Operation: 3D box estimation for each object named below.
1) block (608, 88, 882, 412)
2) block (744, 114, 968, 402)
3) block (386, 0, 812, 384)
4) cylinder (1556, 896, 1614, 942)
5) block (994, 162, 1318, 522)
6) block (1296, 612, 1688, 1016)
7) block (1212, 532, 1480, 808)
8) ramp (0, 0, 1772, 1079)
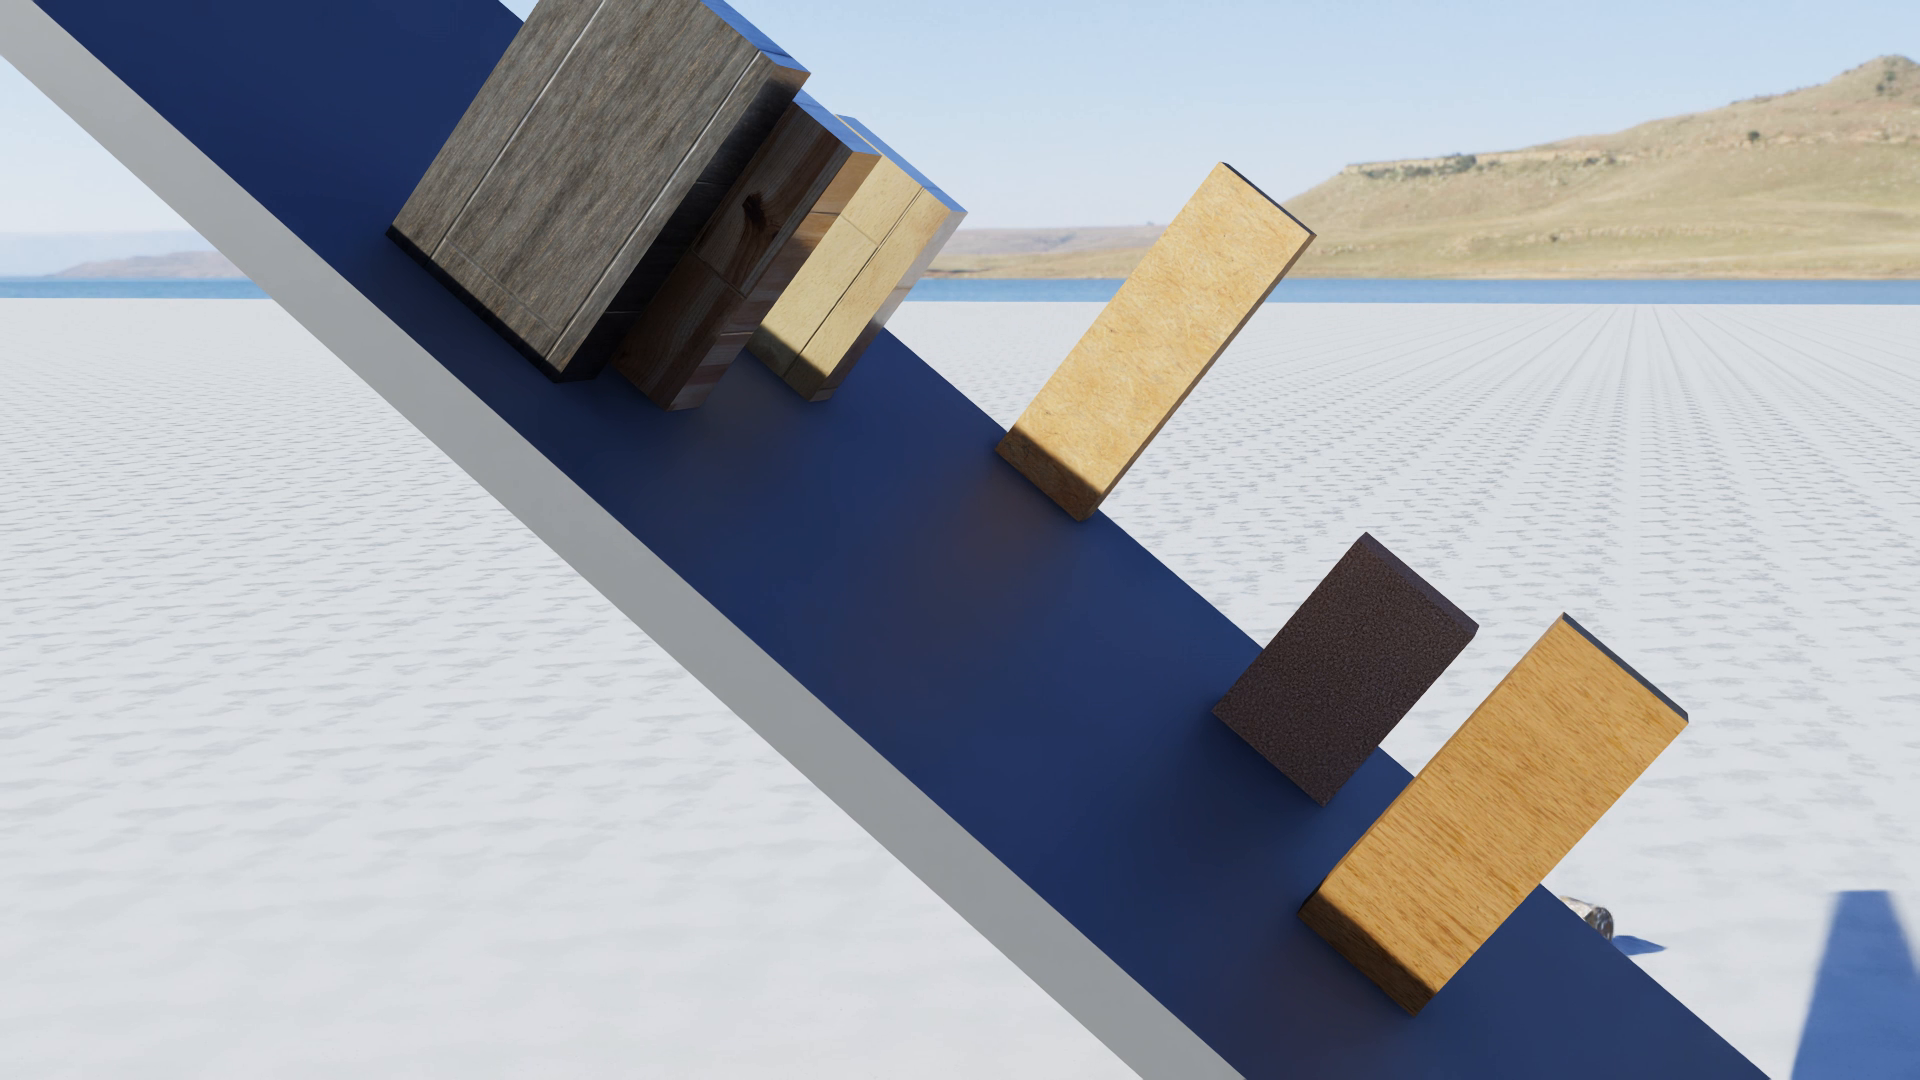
[{"bbox_3d":[-0.444,-0.541,3.659,0.366,0.536,0.141,41,16,9],"label":"block"},{"bbox_3d":[-0.246,-0.538,4.221,0.293,0.460,0.111,41,16,9],"label":"block"},{"bbox_3d":[-0.568,-0.600,3.426,0.371,0.607,0.142,41,16,9],"label":"block"},{"bbox_3d":[1.693,1.057,6.030,0.137,0.137,0.137,-4,8,-31],"label":"cylinder"},{"bbox_3d":[0.416,-0.421,4.735,0.246,0.787,0.105,41,16,9],"label":"block"},{"bbox_3d":[0.851,0.444,3.540,0.248,0.651,0.086,41,16,9],"label":"block"},{"bbox_3d":[0.741,0.247,4.232,0.281,0.439,0.141,41,16,9],"label":"block"},{"bbox_3d":[-0.020,0.072,4.049,4.000,0.100,2.000,41,16,9],"label":"ramp"}]
